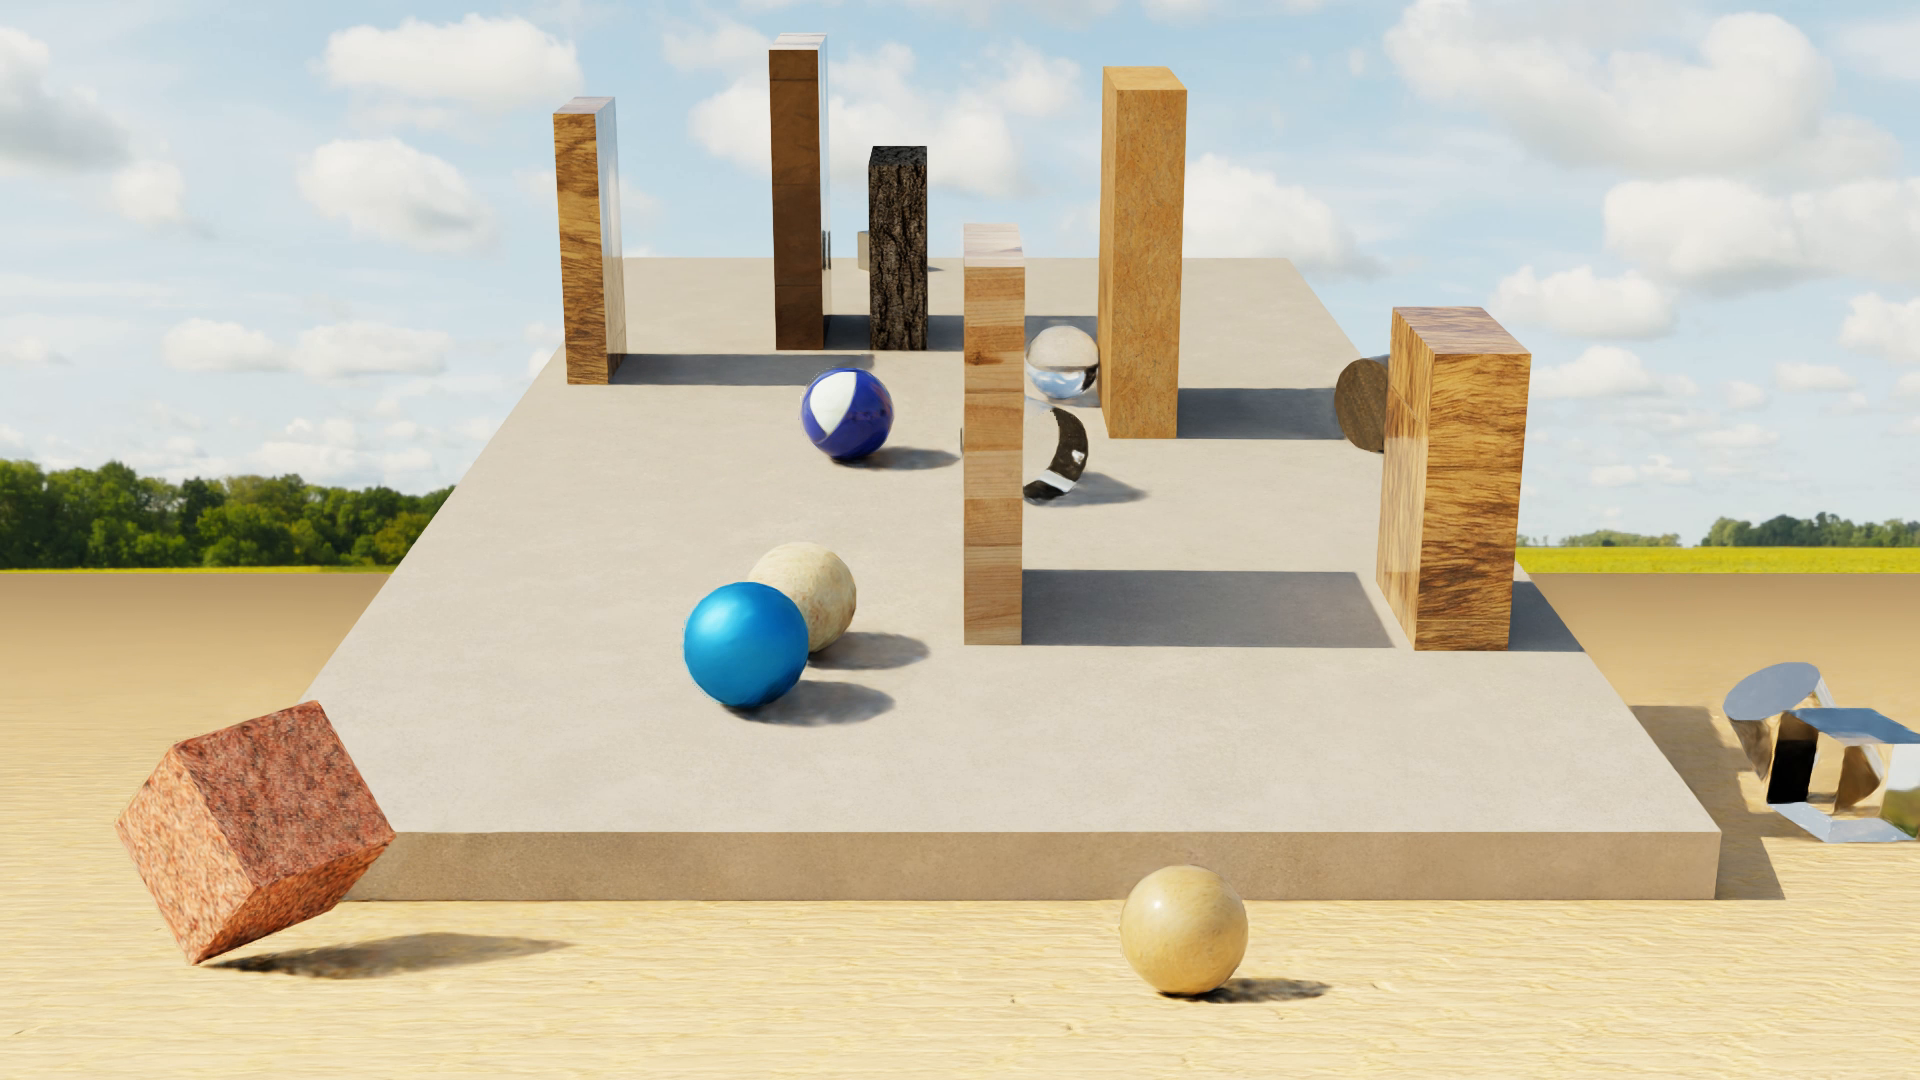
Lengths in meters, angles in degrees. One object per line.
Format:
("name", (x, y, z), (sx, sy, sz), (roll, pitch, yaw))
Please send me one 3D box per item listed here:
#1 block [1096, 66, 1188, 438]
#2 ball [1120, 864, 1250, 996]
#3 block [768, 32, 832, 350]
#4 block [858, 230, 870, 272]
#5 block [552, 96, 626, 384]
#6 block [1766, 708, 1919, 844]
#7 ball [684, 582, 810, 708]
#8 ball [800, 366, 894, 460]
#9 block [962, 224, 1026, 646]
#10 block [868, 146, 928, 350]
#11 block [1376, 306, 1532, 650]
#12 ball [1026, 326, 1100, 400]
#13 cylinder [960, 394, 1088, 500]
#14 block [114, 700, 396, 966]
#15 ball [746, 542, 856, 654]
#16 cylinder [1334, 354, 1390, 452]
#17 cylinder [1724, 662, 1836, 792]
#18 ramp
("block", (0.391, -0.637, 4.895), (0.144, 0.738, 0.448), (0, 18, 0))
("ball", (0.233, 0.405, 2.324), (0.134, 0.134, 0.134), (0, -1, 0))
("block", (-0.400, -0.889, 5.667), (0.118, 0.737, 0.422), (0, 18, 0))
("block", (-0.224, -0.847, 6.555), (0.109, 0.109, 0.109), (-13, 22, -35))
("block", (-0.872, -0.713, 5.297), (0.095, 0.629, 0.319), (0, 18, 0))
("block", (1.456, 0.384, 3.665), (0.168, 0.168, 0.168), (0, 16, -16))
("ball", (-0.319, 0.156, 3.341), (0.188, 0.188, 0.188), (0, -1, 0))
("ball", (-0.232, -0.261, 4.616), (0.193, 0.193, 0.193), (0, -1, 0))
("block", (0.052, -0.183, 3.691), (0.092, 0.617, 0.382), (0, 18, 0))
("block", (-0.154, -0.743, 5.665), (0.140, 0.461, 0.340), (0, 18, 0))
("block", (0.802, -0.108, 3.672), (0.149, 0.487, 0.346), (0, 18, 0))
("ball", (0.234, -0.405, 5.097), (0.170, 0.170, 0.170), (0, -1, 0))
("cylinder", (0.126, -0.190, 4.412), (0.184, 0.184, 0.184), (0, 15, -32))
("block", (-0.792, 0.327, 2.514), (0.186, 0.186, 0.186), (-19, -20, -49))
("ball", (-0.253, 0.092, 3.554), (0.179, 0.179, 0.179), (0, -1, 0))
("cylinder", (0.934, -0.299, 4.732), (0.197, 0.197, 0.197), (-12, 6, -33))
("cylinder", (1.591, 0.364, 4.283), (0.188, 0.188, 0.188), (-29, 16, 9))
("ramp", (-0.004, -0.186, 4.861), (2.000, 0.100, 4.000), (0, 18, 0))
